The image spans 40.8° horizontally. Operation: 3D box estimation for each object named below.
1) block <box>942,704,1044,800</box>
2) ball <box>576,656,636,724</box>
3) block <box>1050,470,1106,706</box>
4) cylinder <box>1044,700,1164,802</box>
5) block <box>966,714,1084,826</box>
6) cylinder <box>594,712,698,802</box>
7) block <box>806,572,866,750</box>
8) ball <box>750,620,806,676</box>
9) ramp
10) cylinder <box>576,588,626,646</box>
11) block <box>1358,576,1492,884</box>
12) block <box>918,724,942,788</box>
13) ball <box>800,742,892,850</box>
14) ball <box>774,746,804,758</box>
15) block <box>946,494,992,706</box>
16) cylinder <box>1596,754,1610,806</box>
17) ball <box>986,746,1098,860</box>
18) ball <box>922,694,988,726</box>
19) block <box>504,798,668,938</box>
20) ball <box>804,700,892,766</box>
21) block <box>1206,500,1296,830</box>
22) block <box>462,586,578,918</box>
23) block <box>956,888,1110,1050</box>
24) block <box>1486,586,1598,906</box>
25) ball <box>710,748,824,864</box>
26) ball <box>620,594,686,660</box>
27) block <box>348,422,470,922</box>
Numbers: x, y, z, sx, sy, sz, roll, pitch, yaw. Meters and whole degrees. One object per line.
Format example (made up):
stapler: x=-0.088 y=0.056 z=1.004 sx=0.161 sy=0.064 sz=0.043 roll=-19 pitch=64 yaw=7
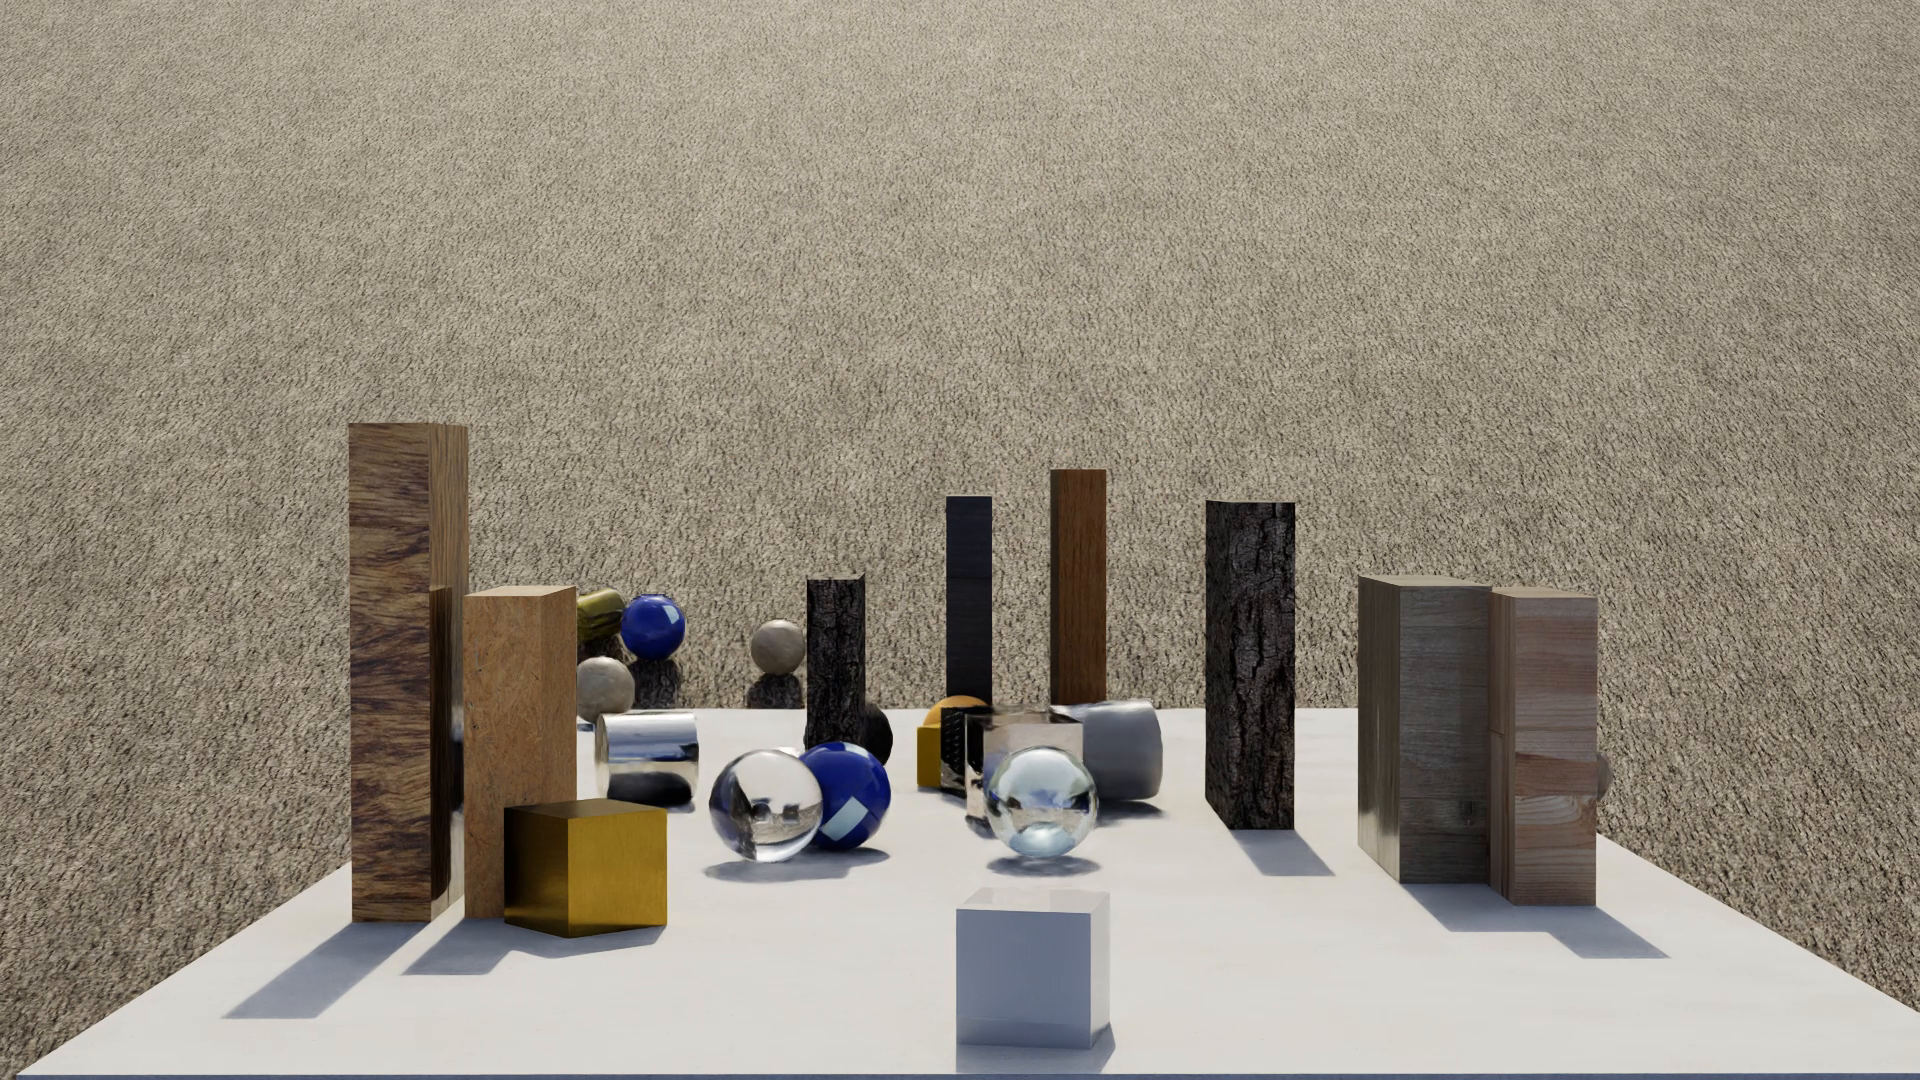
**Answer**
block: x=0.066 y=0.395 z=4.807 sx=0.158 sy=0.158 sz=0.158 roll=-1 pitch=2 yaw=-20
ball: x=-0.855 y=0.359 z=6.150 sx=0.164 sy=0.164 sz=0.164 roll=0 pitch=26 yaw=0
block: x=0.233 y=0.163 z=5.125 sx=0.090 sy=0.606 sz=0.443 roll=0 pitch=1 yaw=0
cylinder: x=0.254 y=0.383 z=4.652 sx=0.179 sy=0.179 sz=0.179 roll=-3 pitch=26 yaw=-13
block: x=0.110 y=0.396 z=4.463 sx=0.172 sy=0.172 sz=0.172 roll=-1 pitch=2 yaw=-10
cylinder: x=-0.572 y=0.395 z=4.700 sx=0.162 sy=0.162 sz=0.162 roll=-1 pitch=25 yaw=-17
block: x=-0.207 y=0.273 z=4.345 sx=0.084 sy=0.426 sz=0.324 roll=0 pitch=1 yaw=0
ball: x=-0.485 y=0.288 z=6.894 sx=0.150 sy=0.150 sz=0.150 roll=0 pitch=26 yaw=0
ramp: x=0.059 y=0.530 z=4.567 sx=2.000 sy=0.100 sz=4.000 roll=0 pitch=1 yaw=0
cylinder: x=-1.003 y=0.211 z=7.065 sx=0.130 sy=0.130 sz=0.130 roll=23 pitch=30 yaw=39
block: x=0.706 y=0.279 z=3.947 sx=0.134 sy=0.434 sz=0.392 roll=0 pitch=1 yaw=0
block: x=-0.003 y=0.414 z=4.951 sx=0.114 sy=0.114 sz=0.114 roll=1 pitch=2 yaw=32
ball: x=-0.195 y=0.407 z=4.100 sx=0.173 sy=0.173 sz=0.173 roll=0 pitch=26 yaw=0
ball: x=-0.308 y=0.422 z=4.519 sx=0.119 sy=0.119 sz=0.119 roll=0 pitch=26 yaw=0
block: x=0.018 y=0.184 z=5.354 sx=0.092 sy=0.553 sz=0.349 roll=0 pitch=1 yaw=0
cylinder: x=1.209 y=0.466 z=5.113 sx=0.111 sy=0.111 sz=0.111 roll=-18 pitch=20 yaw=-32
ball: x=0.127 y=0.407 z=4.004 sx=0.175 sy=0.175 sz=0.175 roll=0 pitch=26 yaw=0
ball: x=0.004 y=0.387 z=5.105 sx=0.160 sy=0.160 sz=0.160 roll=0 pitch=26 yaw=0
block: x=-0.497 y=0.432 z=3.421 sx=0.155 sy=0.155 sz=0.155 roll=-1 pitch=2 yaw=-42
ball: x=-0.215 y=0.385 z=4.965 sx=0.172 sy=0.172 sz=0.172 roll=0 pitch=26 yaw=0
block: x=0.506 y=0.206 z=4.526 sx=0.110 sy=0.549 sz=0.412 roll=0 pitch=1 yaw=0
block: x=-0.614 y=0.288 z=3.624 sx=0.105 sy=0.434 sz=0.320 roll=0 pitch=1 yaw=0
block: x=0.080 y=0.455 z=2.755 sx=0.142 sy=0.142 sz=0.142 roll=0 pitch=1 yaw=11
block: x=0.822 y=0.288 z=3.725 sx=0.113 sy=0.426 sz=0.333 roll=0 pitch=1 yaw=0
ball: x=-0.297 y=0.408 z=3.959 sx=0.176 sy=0.176 sz=0.176 roll=0 pitch=26 yaw=0
ball: x=-0.830 y=0.237 z=6.969 sx=0.177 sy=0.177 sz=0.177 roll=0 pitch=26 yaw=0
block: x=-0.758 y=0.174 z=3.566 sx=0.106 sy=0.665 sz=0.279 roll=0 pitch=1 yaw=0
